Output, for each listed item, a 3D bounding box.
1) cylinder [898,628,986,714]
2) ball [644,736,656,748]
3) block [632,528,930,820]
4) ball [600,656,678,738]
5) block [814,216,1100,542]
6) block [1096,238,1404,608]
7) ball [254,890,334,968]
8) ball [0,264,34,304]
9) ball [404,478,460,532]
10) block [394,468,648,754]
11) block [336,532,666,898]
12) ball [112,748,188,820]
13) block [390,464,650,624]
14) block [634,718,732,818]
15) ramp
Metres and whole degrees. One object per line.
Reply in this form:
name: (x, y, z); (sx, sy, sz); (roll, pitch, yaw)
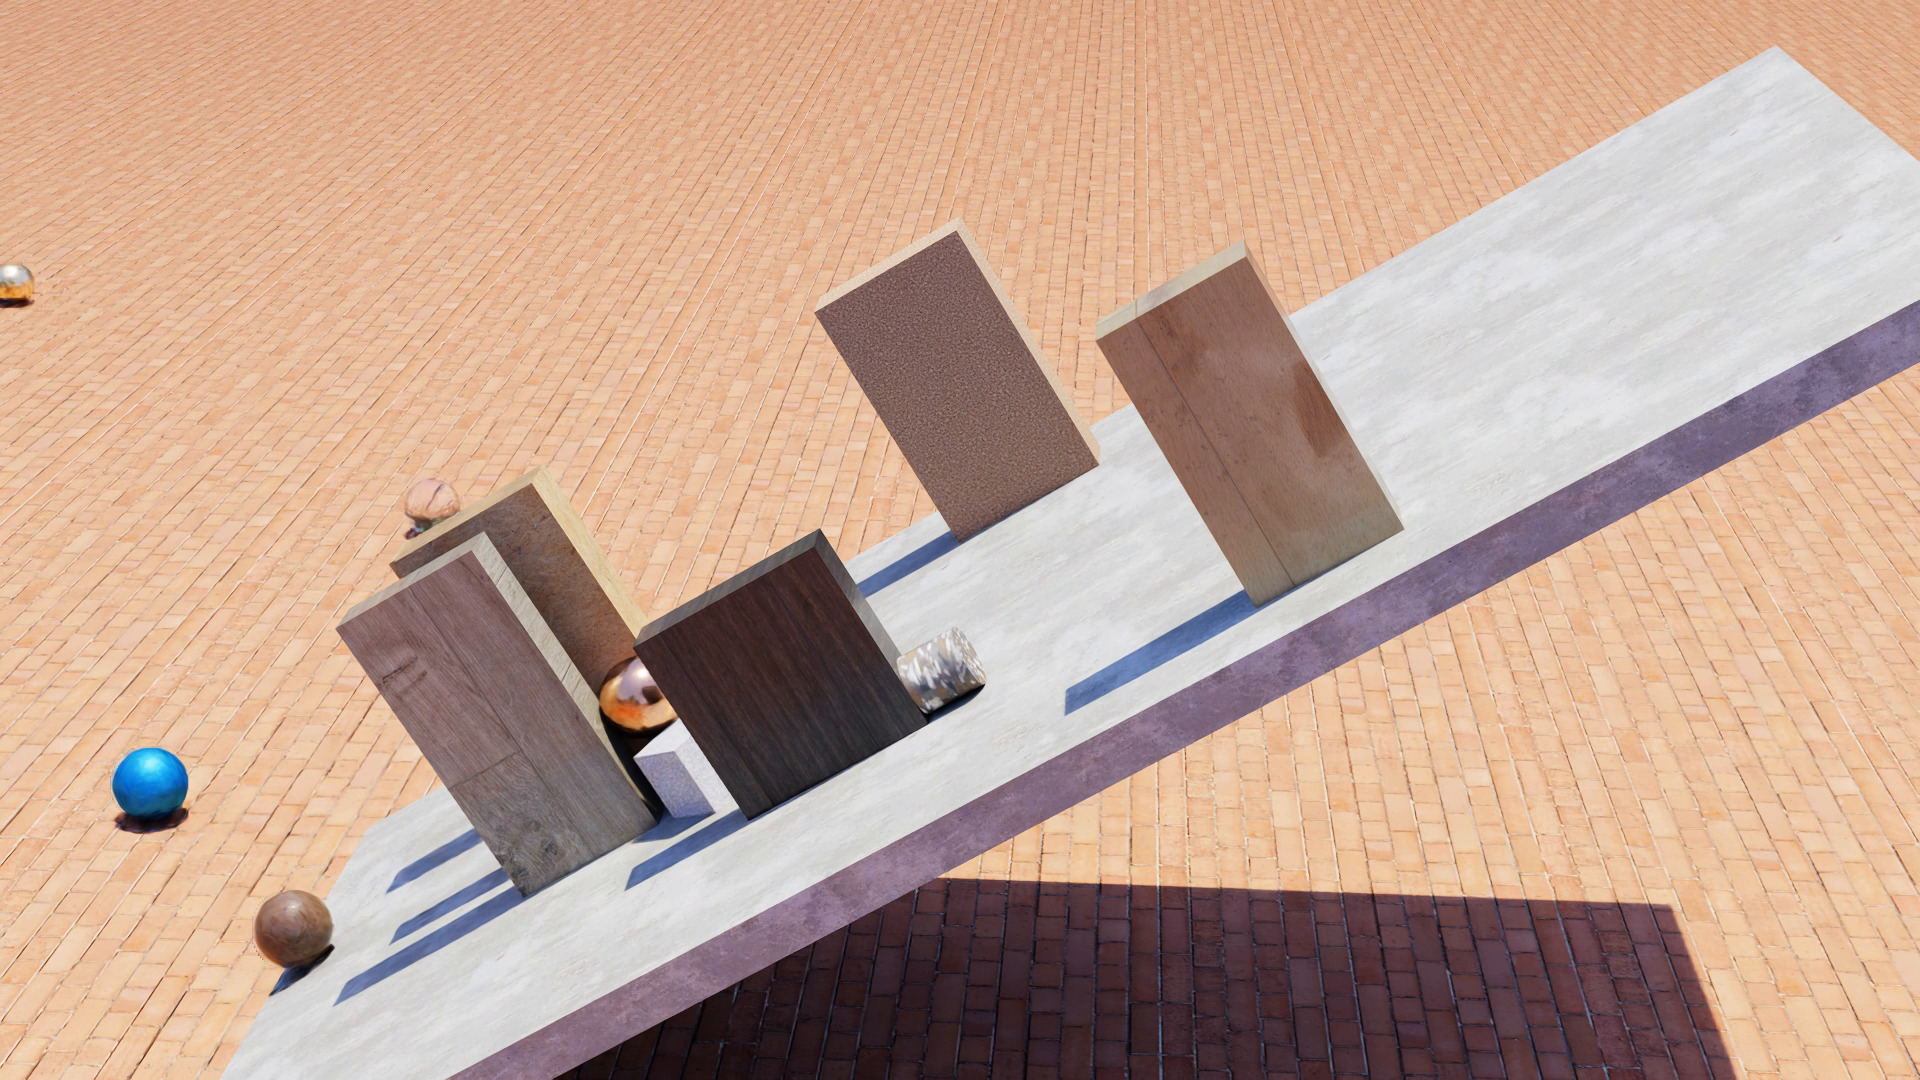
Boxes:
cylinder: (-0.037, 0.262, 5.891); (0.130, 0.130, 0.130); (-29, 15, 12)
ball: (-0.610, 0.467, 6.356); (0.149, 0.149, 0.149); (0, 19, 0)
block: (-0.353, 0.272, 5.903); (0.427, 0.433, 0.115); (-29, 15, 12)
ball: (-0.681, 0.336, 6.290); (0.177, 0.177, 0.177); (0, 19, 0)
block: (-0.001, -0.371, 6.857); (0.383, 0.646, 0.146); (-29, 15, 12)
block: (0.528, -0.209, 5.358); (0.308, 0.587, 0.136); (-29, 15, 12)
ball: (-1.539, 0.899, 6.792); (0.181, 0.181, 0.181); (0, 19, 0)
ball: (-4.218, -1.143, 13.106); (0.182, 0.182, 0.182); (0, 19, 0)
ball: (-1.814, -0.115, 10.108); (0.194, 0.194, 0.194); (0, 19, 0)
block: (-0.871, 0.250, 6.430); (0.360, 0.739, 0.102); (-29, 15, 12)
block: (-0.972, 0.377, 6.268); (0.349, 0.715, 0.122); (-29, 15, 12)
ball: (-2.167, 0.654, 7.875); (0.197, 0.197, 0.197); (0, 19, 0)
block: (-0.959, 0.216, 6.840); (0.400, 0.678, 0.134); (-29, 15, 12)
block: (-0.549, 0.469, 6.203); (0.162, 0.162, 0.162); (-14, 23, 51)
ramp: (0.142, 0.168, 6.287); (4.000, 0.100, 2.000); (-29, 15, 12)
